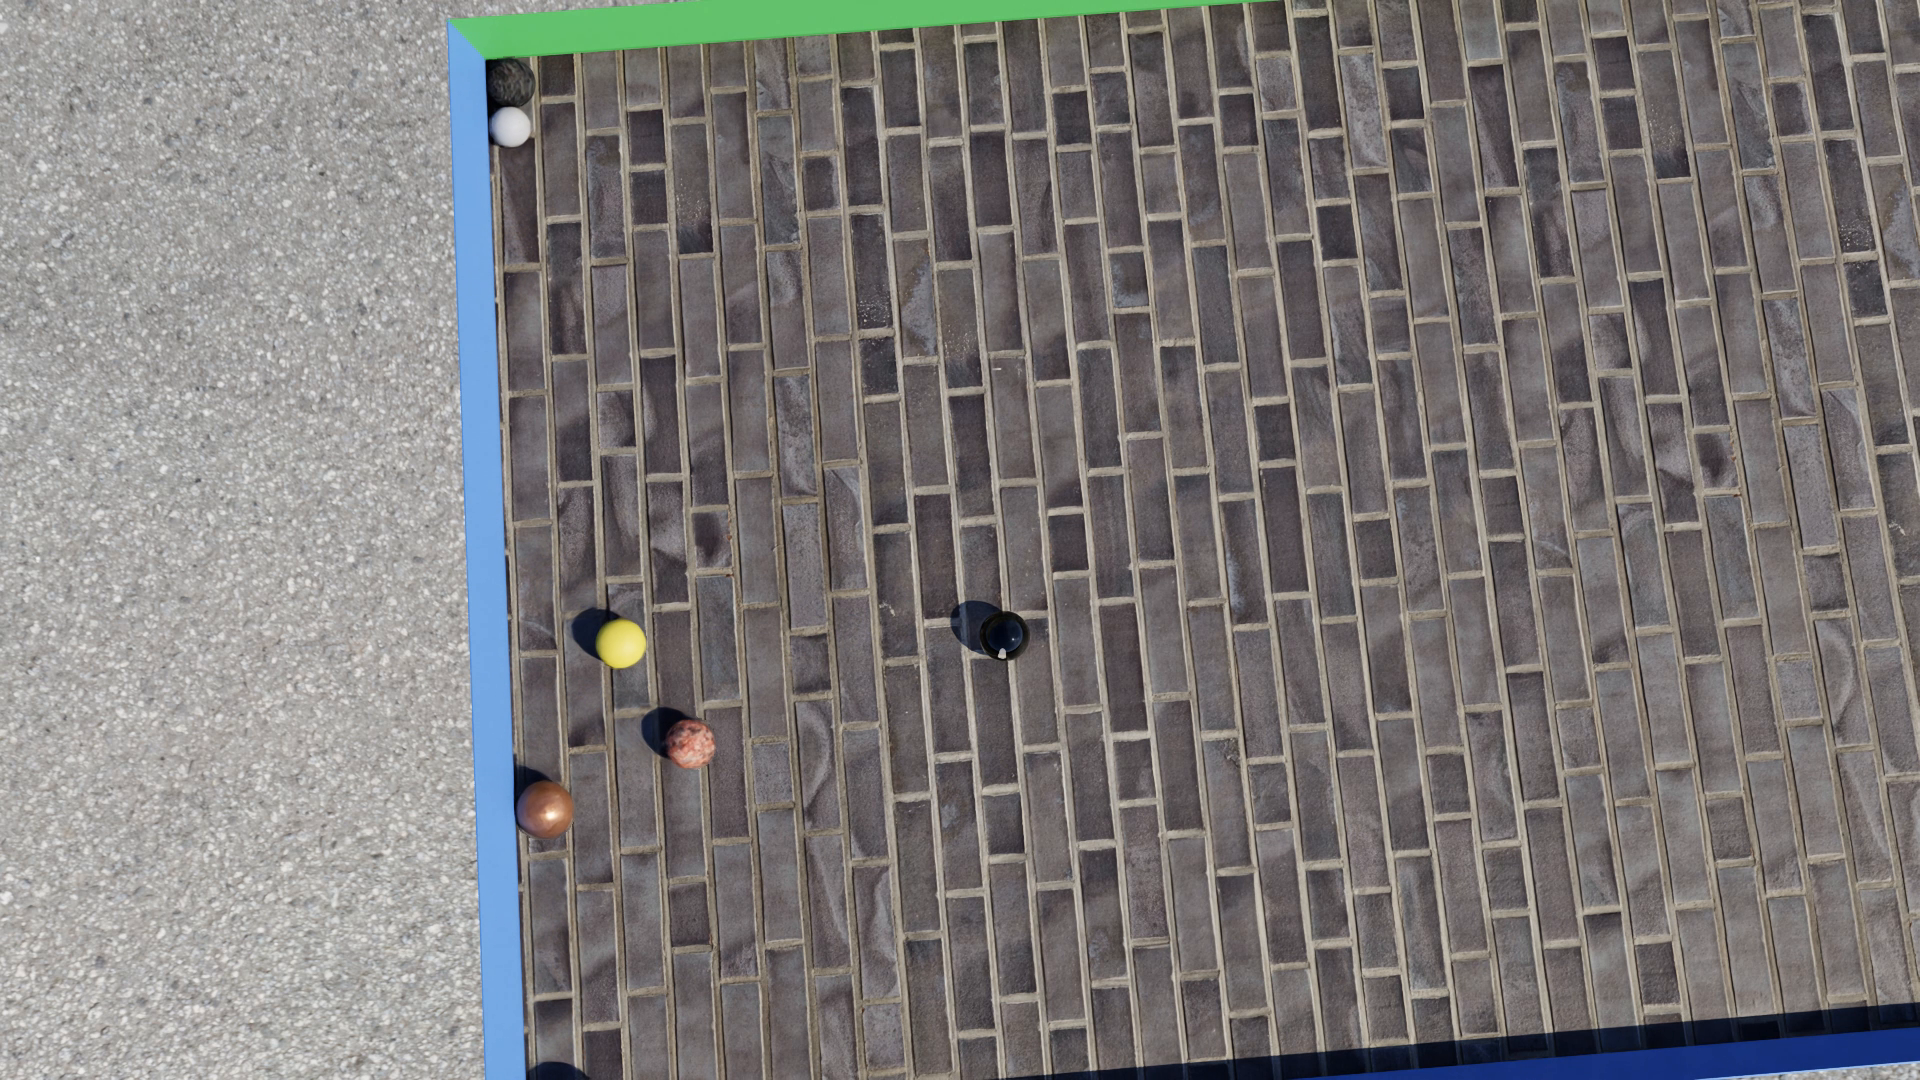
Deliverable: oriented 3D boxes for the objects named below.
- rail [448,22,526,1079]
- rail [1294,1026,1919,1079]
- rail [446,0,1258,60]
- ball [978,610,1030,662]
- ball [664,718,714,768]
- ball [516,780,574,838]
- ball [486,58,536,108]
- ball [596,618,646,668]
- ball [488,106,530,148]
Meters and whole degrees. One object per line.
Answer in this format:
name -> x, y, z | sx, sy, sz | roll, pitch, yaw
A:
rail -> -0.699, 0.052, 3.271 | 0.045, 0.109, 1.734 | -5, 78, -1
rail -> 0.790, 0.762, 3.123 | 2.898, 0.109, 0.045 | -5, 78, -1
rail -> 0.654, -0.884, 3.464 | 2.898, 0.109, 0.045 | -5, 78, -1
ball -> 0.066, 0.143, 3.270 | 0.076, 0.076, 0.076 | 0, 78, 0
ball -> -0.398, 0.300, 3.239 | 0.073, 0.073, 0.073 | 0, 78, 0
ball -> -0.607, 0.394, 3.214 | 0.084, 0.084, 0.084 | 0, 78, 0
ball -> -0.704, -0.716, 3.447 | 0.077, 0.077, 0.077 | 0, 78, 0
ball -> -0.505, 0.153, 3.269 | 0.074, 0.074, 0.074 | 0, 78, 0
ball -> -0.704, -0.646, 3.439 | 0.064, 0.064, 0.064 | 0, 78, 0
